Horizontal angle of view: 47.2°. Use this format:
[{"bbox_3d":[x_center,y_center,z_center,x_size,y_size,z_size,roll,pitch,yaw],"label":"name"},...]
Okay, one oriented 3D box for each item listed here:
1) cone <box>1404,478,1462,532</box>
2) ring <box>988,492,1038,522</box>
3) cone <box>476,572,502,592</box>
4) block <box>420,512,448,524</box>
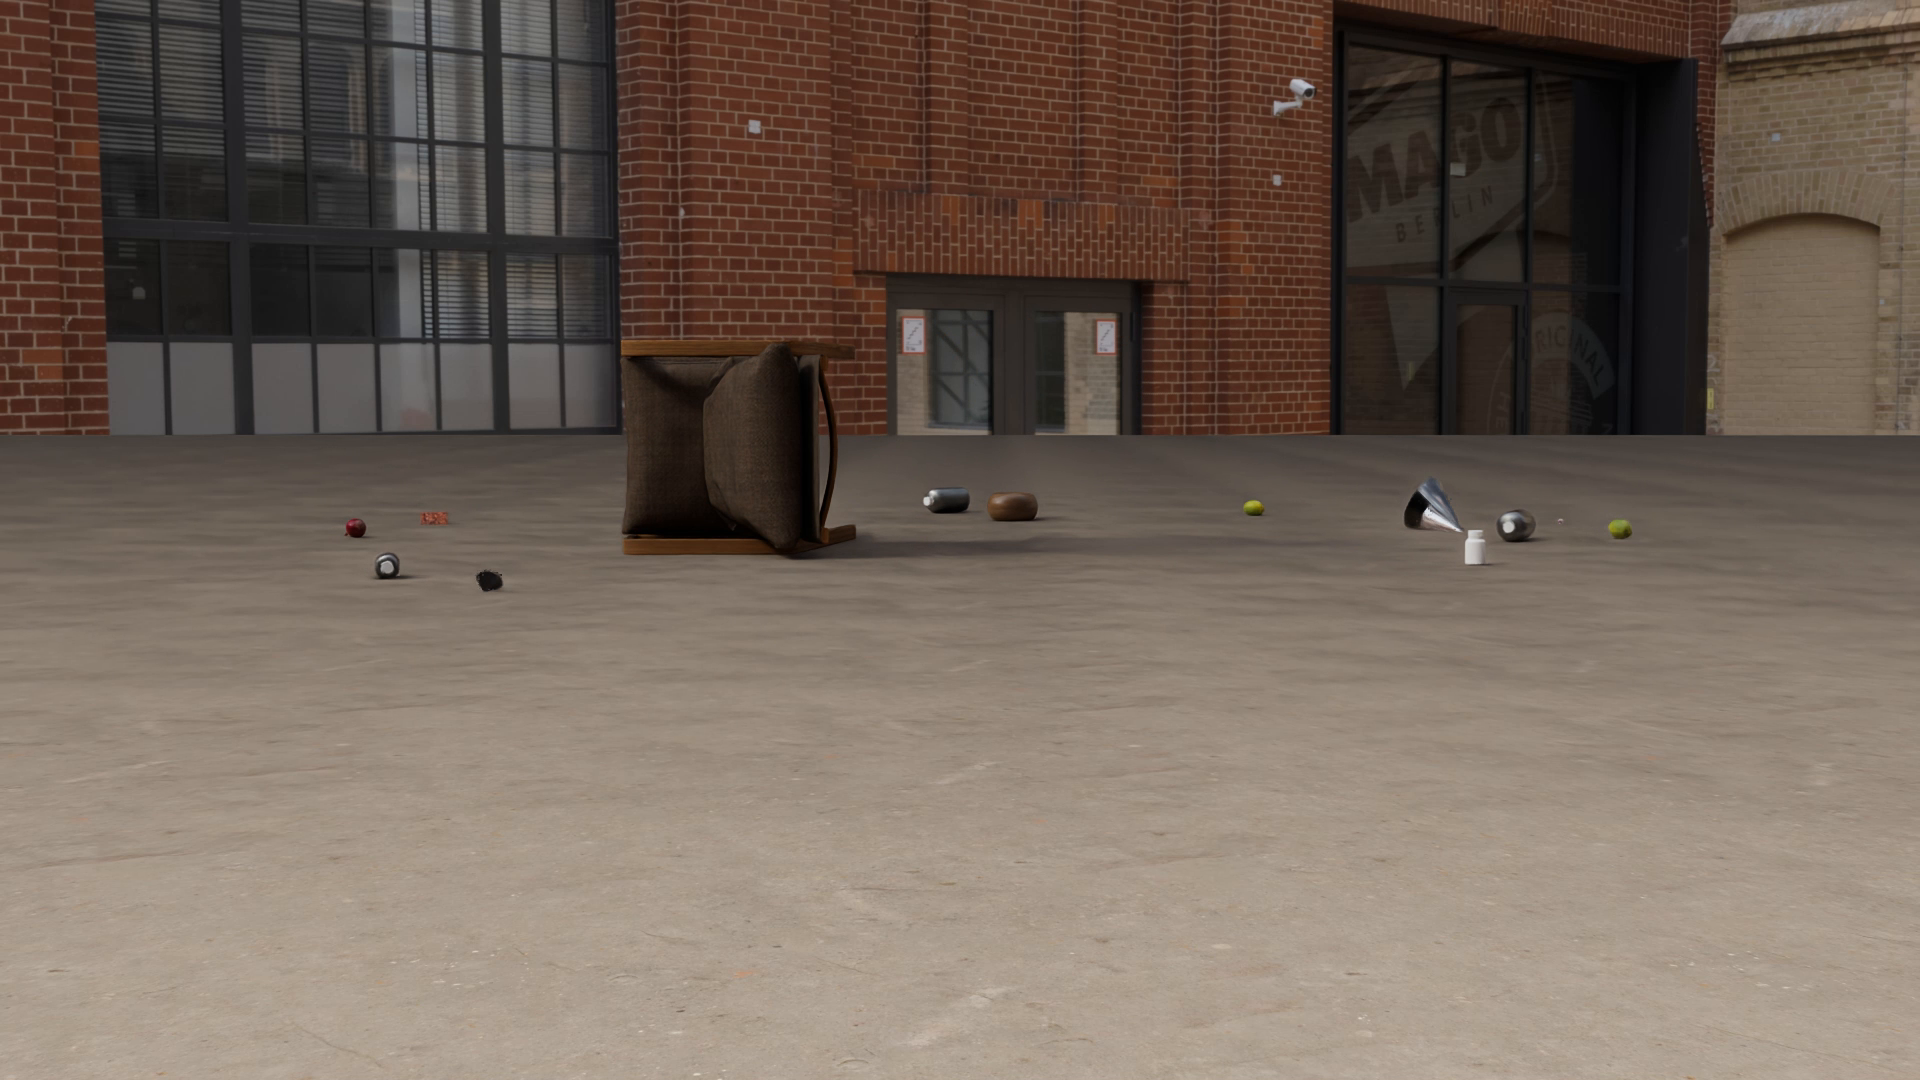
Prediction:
[{"bbox_3d":[1.531,-0.071,6.977,0.120,0.187,0.204,17,18,-37],"label":"cone"},{"bbox_3d":[0.181,-0.114,7.538,0.161,0.094,0.208,4,4,32],"label":"ring"},{"bbox_3d":[-1.052,0.103,4.884,0.068,0.057,0.035,-12,38,30],"label":"cone"},{"bbox_3d":[-1.747,-0.073,7.308,0.085,0.040,0.064,-1,4,-12],"label":"block"}]
